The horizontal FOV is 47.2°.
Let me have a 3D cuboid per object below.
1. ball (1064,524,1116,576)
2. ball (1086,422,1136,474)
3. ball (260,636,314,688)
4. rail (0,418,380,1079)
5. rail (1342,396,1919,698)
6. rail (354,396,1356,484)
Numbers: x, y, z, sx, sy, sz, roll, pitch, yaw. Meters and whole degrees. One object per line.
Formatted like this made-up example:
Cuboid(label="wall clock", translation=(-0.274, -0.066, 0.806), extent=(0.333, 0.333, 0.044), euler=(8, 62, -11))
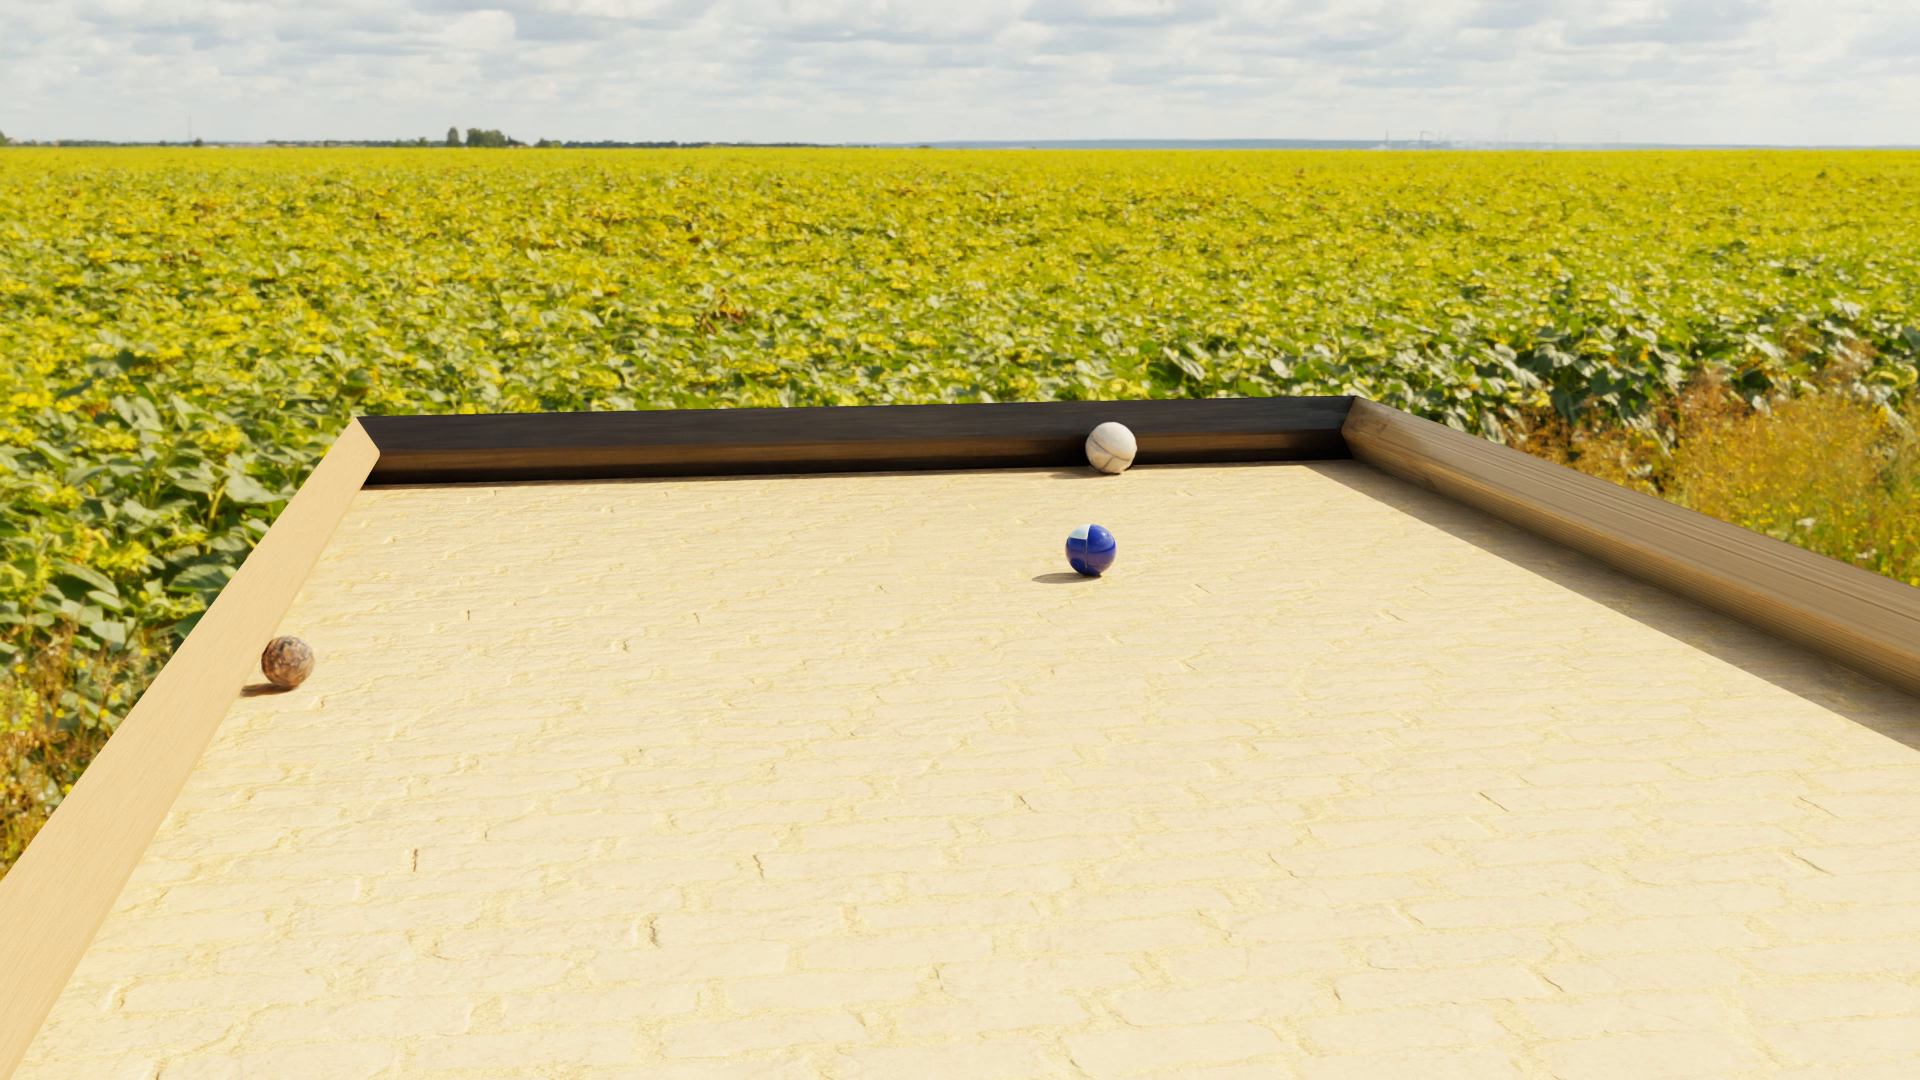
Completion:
Cuboid(label="ball", translation=(0.187, 0.014, 3.148), extent=(0.075, 0.075, 0.075), euler=(0, 11, 0))
Cuboid(label="ball", translation=(0.281, -0.171, 4.081), extent=(0.094, 0.094, 0.094), euler=(0, 11, 0))
Cuboid(label="ball", translation=(-0.770, 0.139, 2.520), extent=(0.060, 0.060, 0.060), euler=(0, 11, 0))
Cuboid(label="rail", translation=(-0.743, 0.178, 2.134), extent=(0.045, 0.123, 3.736), euler=(-2, 11, -10))
Cuboid(label="rail", translation=(1.060, 0.121, 2.439), extent=(0.045, 0.123, 3.736), euler=(-2, 11, -10))
Cuboid(label="rail", translation=(-0.155, -0.185, 4.073), extent=(1.876, 0.123, 0.045), euler=(-2, 11, -10))
